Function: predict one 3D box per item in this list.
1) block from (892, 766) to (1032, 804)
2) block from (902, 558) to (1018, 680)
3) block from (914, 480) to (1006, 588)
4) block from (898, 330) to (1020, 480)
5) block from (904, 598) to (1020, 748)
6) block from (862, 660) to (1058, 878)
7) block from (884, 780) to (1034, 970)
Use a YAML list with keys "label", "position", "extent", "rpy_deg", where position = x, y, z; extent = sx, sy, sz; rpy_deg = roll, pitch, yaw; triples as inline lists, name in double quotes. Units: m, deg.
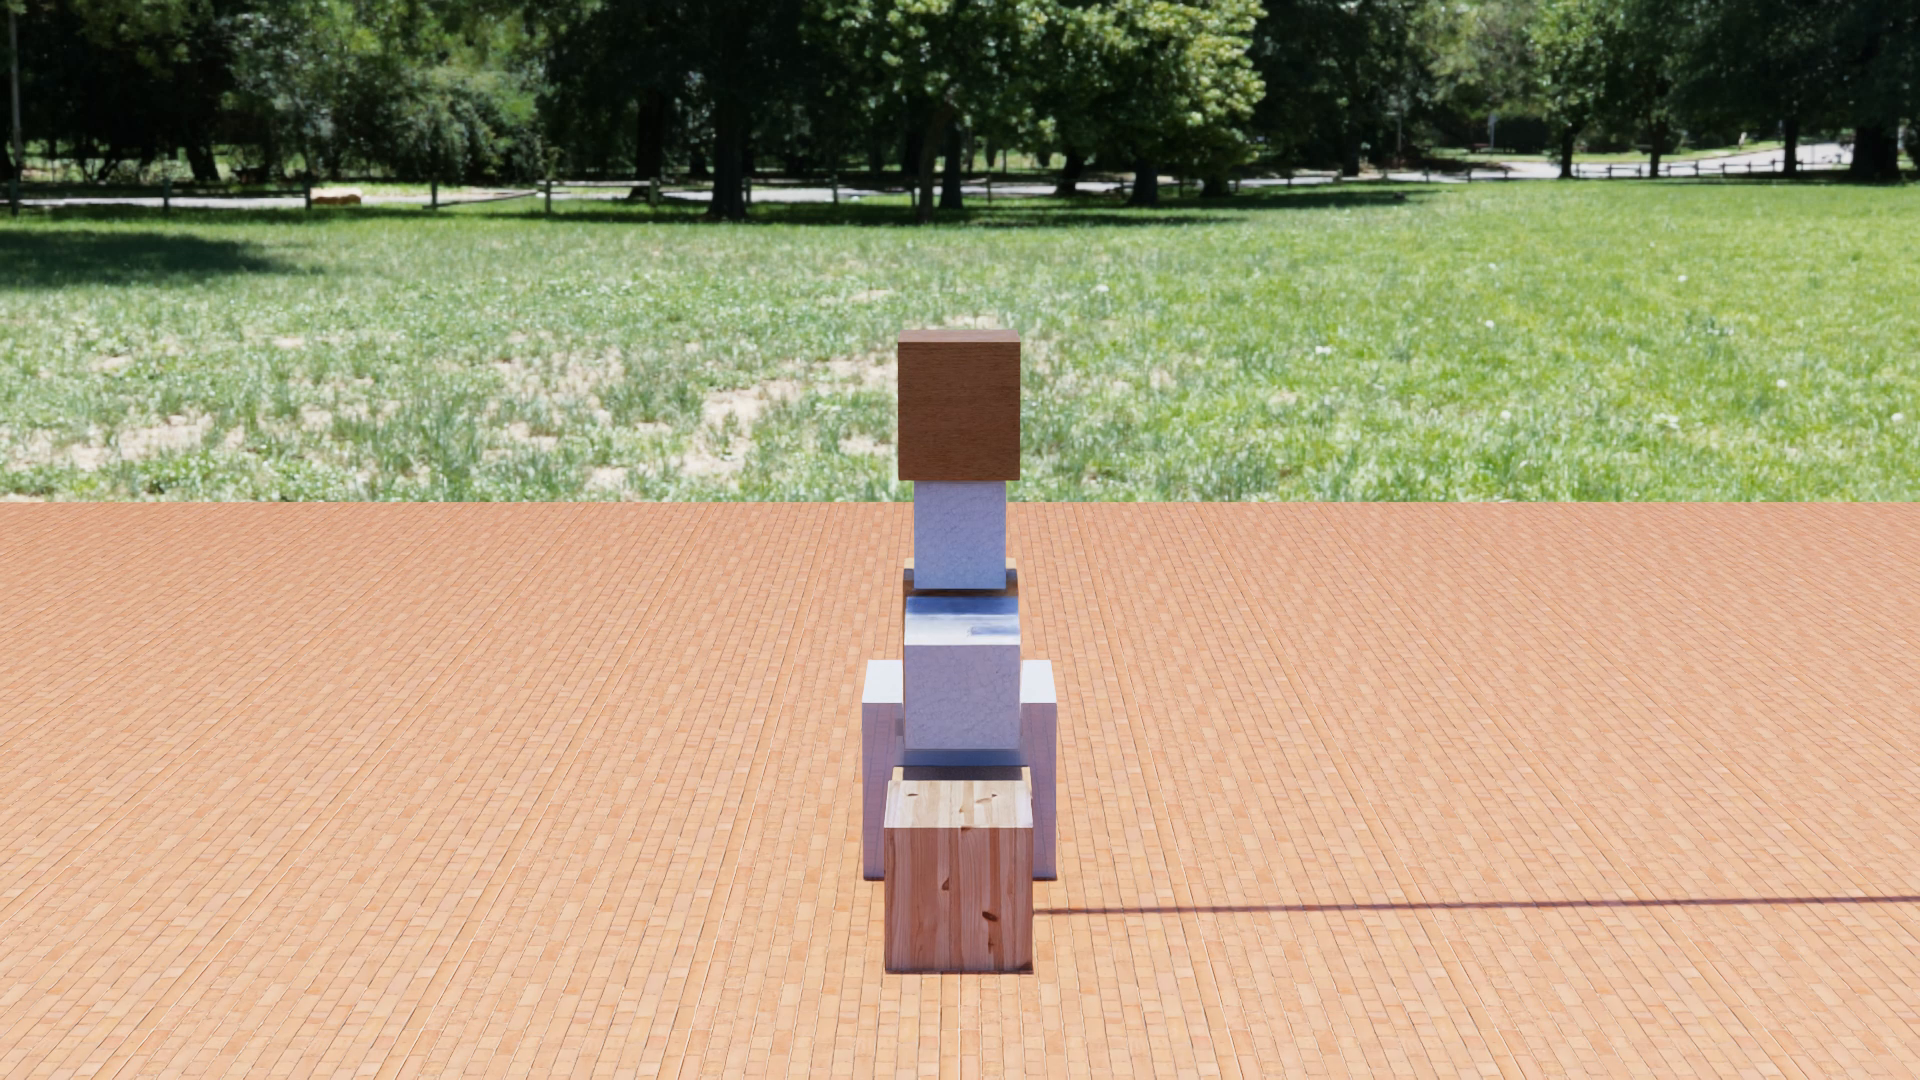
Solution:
- label: "block"
  position: [0.006, 1.289, 11.052]
  extent: [0.596, 0.509, 0.507]
  rpy_deg: [0, 10, 0]
- label: "block"
  position: [0.001, 0.392, 11.469]
  extent: [0.502, 0.535, 0.522]
  rpy_deg: [0, 10, 0]
- label: "block"
  position: [0.000, -0.066, 11.168]
  extent: [0.392, 0.474, 0.460]
  rpy_deg: [0, 10, 0]
- label: "block"
  position: [-0.003, -0.589, 11.073]
  extent: [0.516, 0.589, 0.532]
  rpy_deg: [0, 10, 0]
- label: "block"
  position: [0.010, 0.565, 10.945]
  extent: [0.482, 0.504, 0.417]
  rpy_deg: [0, 27, 0]
- label: "block"
  position: [-0.003, 1.027, 11.691]
  extent: [0.854, 0.795, 0.826]
  rpy_deg: [0, 10, 0]
- label: "block"
  position: [-0.005, 1.357, 10.453]
  extent: [0.586, 0.589, 0.676]
  rpy_deg: [0, 10, 0]
